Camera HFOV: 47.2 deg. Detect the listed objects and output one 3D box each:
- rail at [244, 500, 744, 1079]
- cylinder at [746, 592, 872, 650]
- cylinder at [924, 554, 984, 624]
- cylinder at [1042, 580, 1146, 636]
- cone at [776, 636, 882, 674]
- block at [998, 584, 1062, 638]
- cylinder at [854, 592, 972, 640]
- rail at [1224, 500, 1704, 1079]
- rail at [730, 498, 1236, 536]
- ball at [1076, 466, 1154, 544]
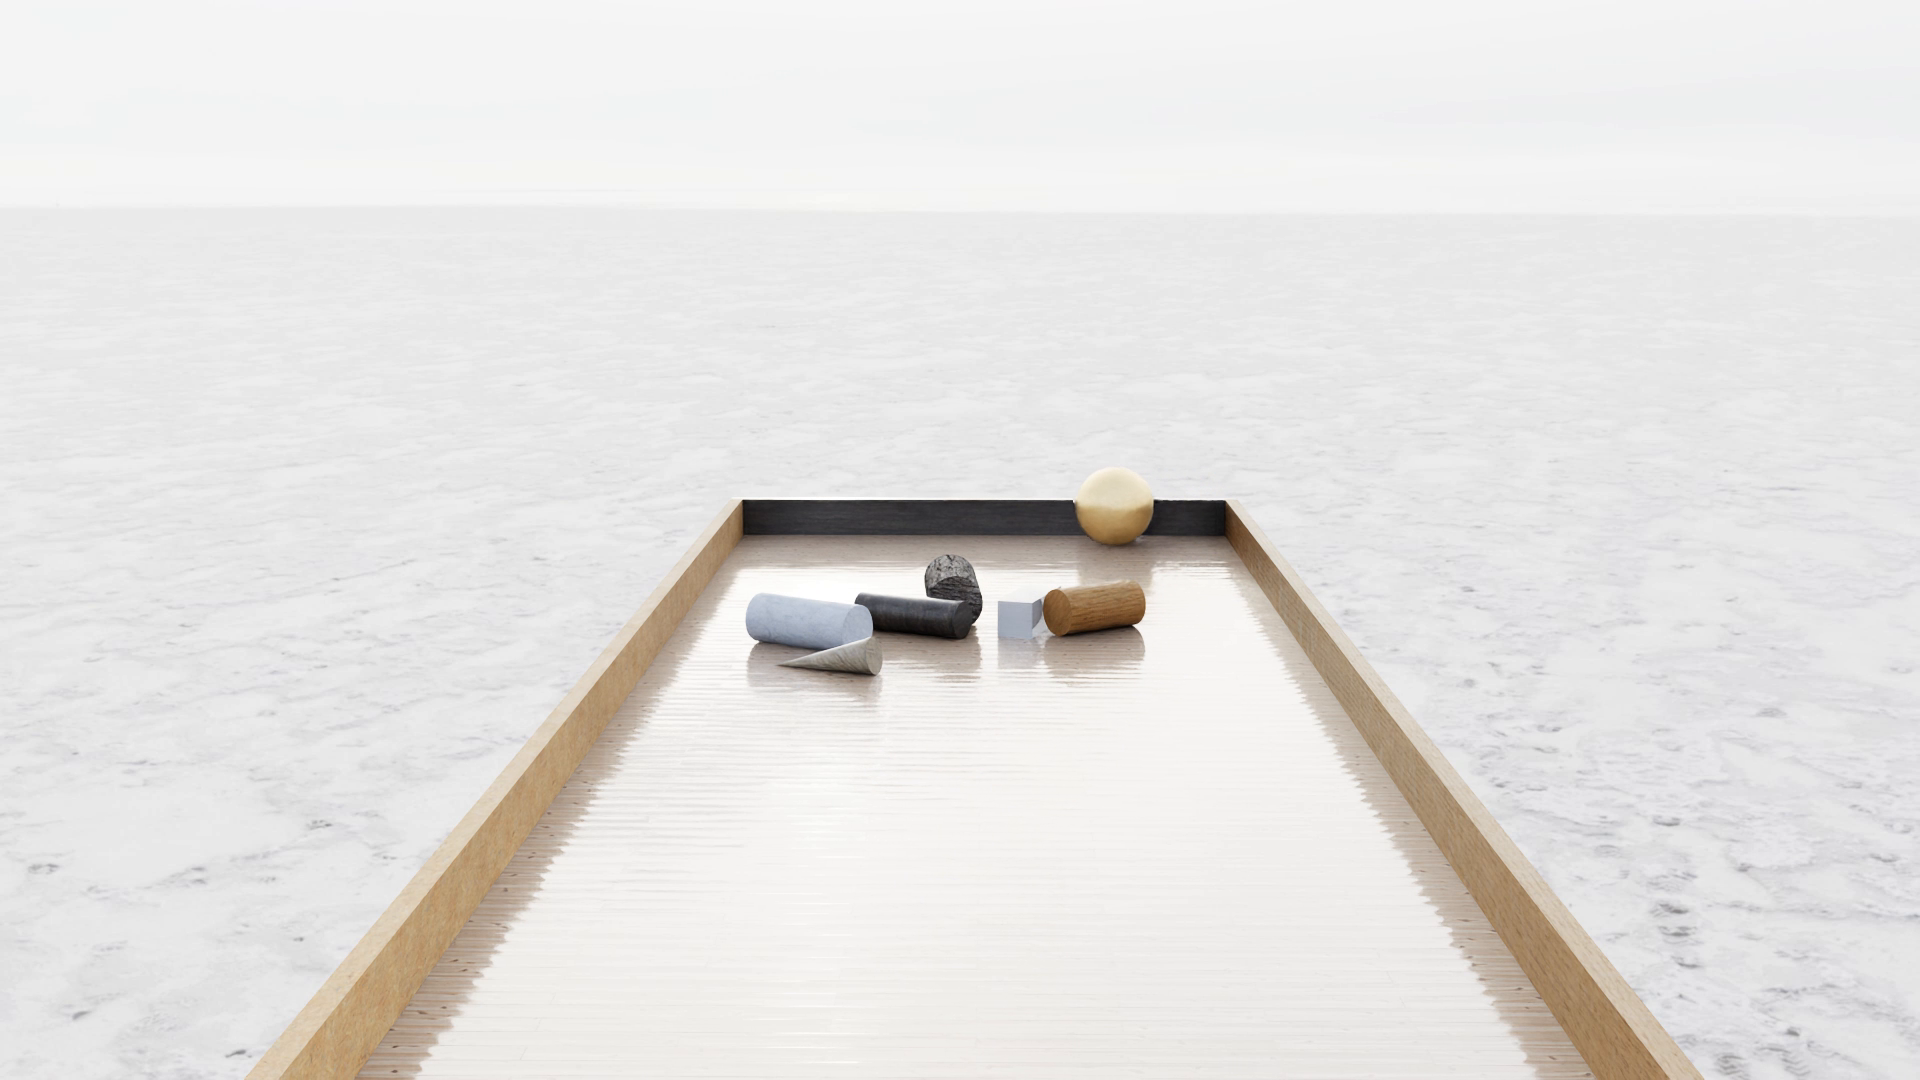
[{"bbox_3d":[-1.004,0.839,3.234,0.050,0.150,12.000,0,9,1],"label":"rail"},{"bbox_3d":[-0.473,0.260,6.871,0.384,0.156,0.156,6,11,34],"label":"cylinder"},{"bbox_3d":[-0.024,0.171,7.353,0.180,0.180,0.436,0,9,-3],"label":"cylinder"},{"bbox_3d":[0.438,0.219,7.146,0.309,0.152,0.152,-6,11,-35],"label":"cylinder"},{"bbox_3d":[-0.407,0.360,6.561,0.336,0.113,0.113,-7,6,23],"label":"cone"},{"bbox_3d":[0.229,0.230,7.184,0.117,0.117,0.332,3,10,19],"label":"block"},{"bbox_3d":[-0.155,0.241,7.099,0.376,0.122,0.122,5,10,29],"label":"cylinder"},{"bbox_3d":[1.046,0.843,3.208,0.050,0.150,12.000,0,9,1],"label":"rail"},{"bbox_3d":[0.099,-0.098,9.147,2.100,0.150,0.050,0,9,1],"label":"rail"},{"bbox_3d":[0.626,-0.139,8.875,0.316,0.316,0.316,0,9,0],"label":"ball"}]
